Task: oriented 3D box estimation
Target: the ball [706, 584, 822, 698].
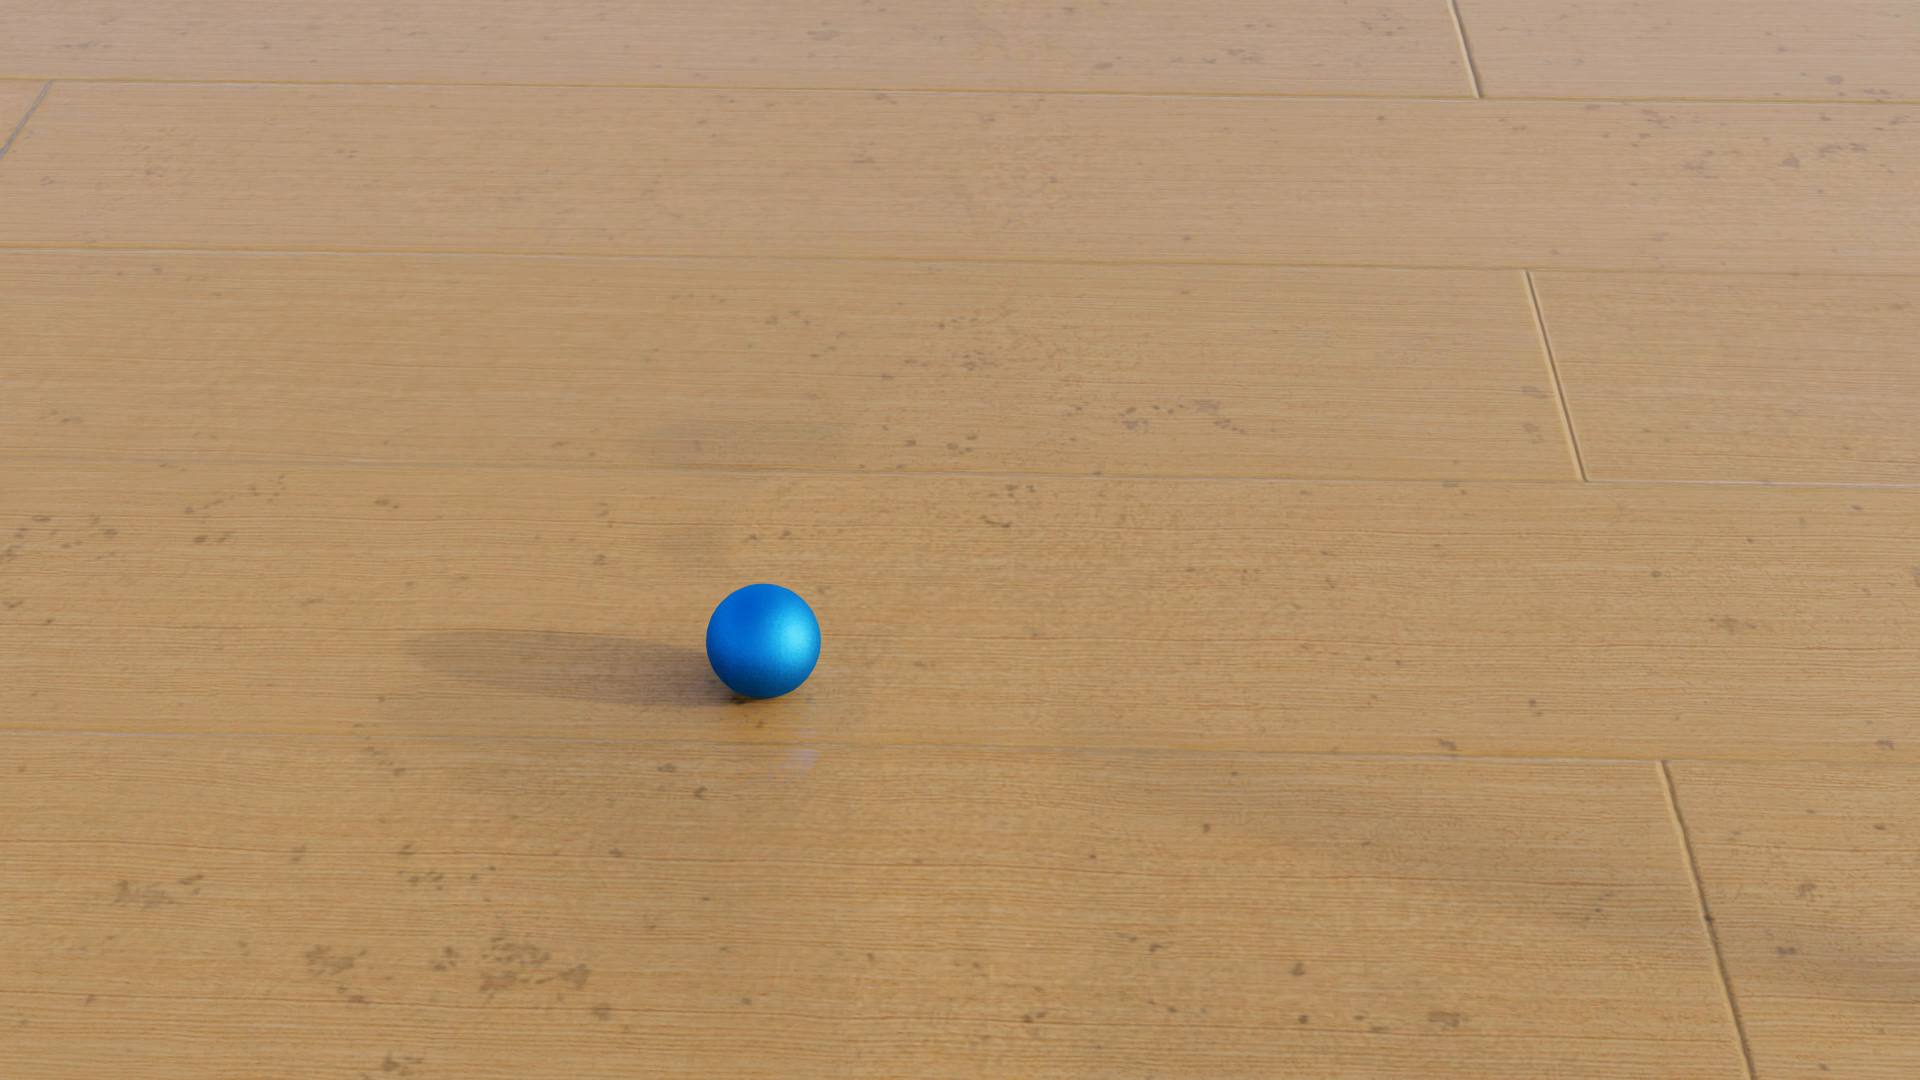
[{"bbox_3d":[-0.097,0.050,1.449,0.057,0.057,0.057,0,33,0],"label":"ball"}]
